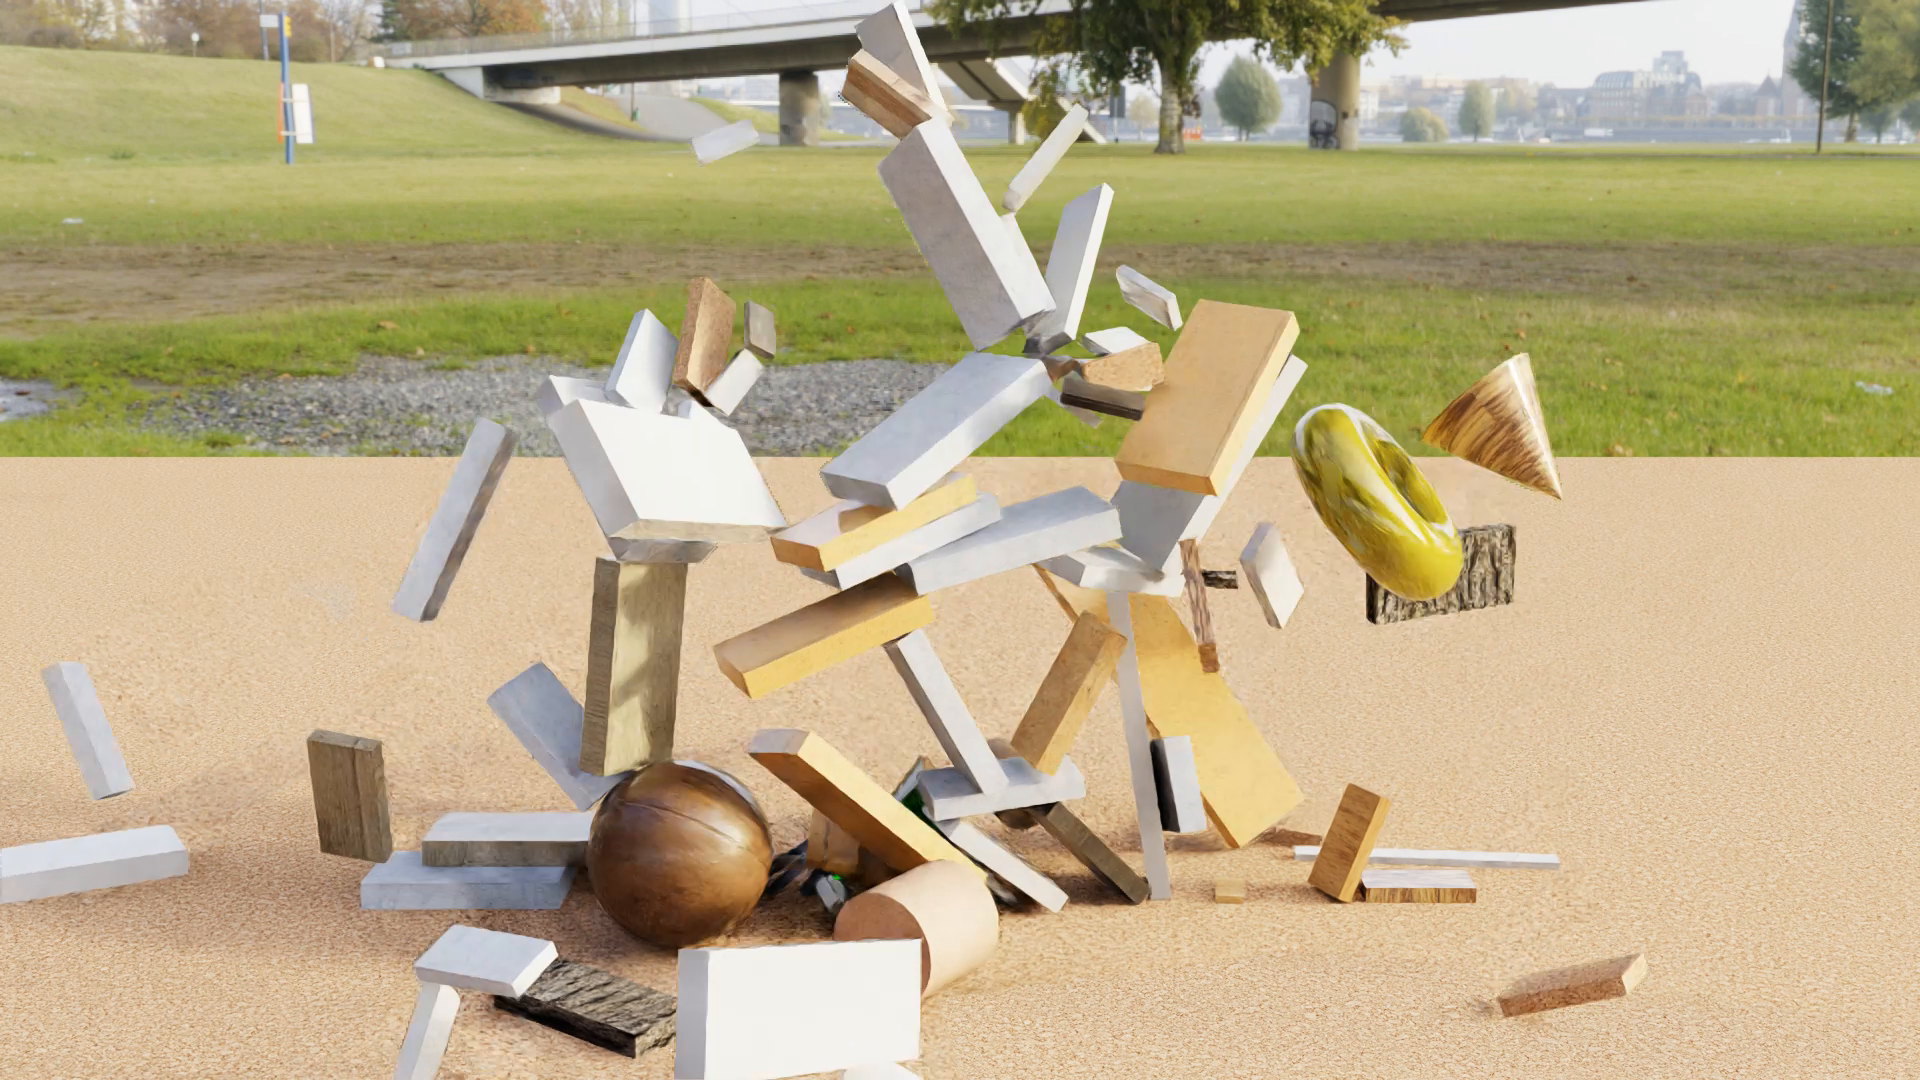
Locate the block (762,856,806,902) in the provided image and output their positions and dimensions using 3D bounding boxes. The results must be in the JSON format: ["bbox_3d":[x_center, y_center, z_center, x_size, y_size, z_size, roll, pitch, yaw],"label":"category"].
[{"bbox_3d":[-0.270,0.545,3.639,0.129,0.018,0.064,-41,-3,19],"label":"block"}]

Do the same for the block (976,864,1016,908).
[{"bbox_3d":[0.035,0.557,3.584,0.062,0.018,0.124,9,-27,42],"label":"block"}]

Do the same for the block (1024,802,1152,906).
[{"bbox_3d":[0.200,0.498,3.617,0.247,0.035,0.124,45,-10,-25],"label":"block"}]

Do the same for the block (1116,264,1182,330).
[{"bbox_3d":[0.296,-0.381,3.451,0.018,0.063,0.125,-37,46,-16],"label":"block"}]

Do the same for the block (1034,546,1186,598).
[{"bbox_3d":[0.237,0.045,3.540,0.249,0.035,0.125,7,15,-45],"label":"block"}]

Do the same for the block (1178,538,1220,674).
[{"bbox_3d":[0.373,0.103,3.426,0.027,0.190,0.095,-11,-33,6],"label":"block"}]

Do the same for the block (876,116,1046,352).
[{"bbox_3d":[-0.001,-0.487,3.525,0.049,0.346,0.173,-28,-1,-27],"label":"block"}]

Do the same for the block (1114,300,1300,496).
[{"bbox_3d":[0.388,-0.227,3.442,0.167,0.047,0.334,12,60,32],"label":"block"}]

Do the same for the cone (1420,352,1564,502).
[{"bbox_3d":[0.967,-0.158,3.811,0.237,0.237,0.237,-35,-14,-10],"label":"cone"}]

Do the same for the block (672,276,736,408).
[{"bbox_3d":[-0.409,-0.318,3.531,0.026,0.186,0.093,-6,-26,28],"label":"block"}]

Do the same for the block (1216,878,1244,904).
[{"bbox_3d":[0.449,0.584,3.665,0.045,0.013,0.091,1,11,7],"label":"block"}]

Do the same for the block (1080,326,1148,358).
[{"bbox_3d":[0.264,-0.328,3.697,0.067,0.019,0.134,35,28,25],"label":"block"}]

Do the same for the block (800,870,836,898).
[{"bbox_3d":[-0.212,0.535,3.652,0.018,0.129,0.064,43,27,16],"label":"block"}]

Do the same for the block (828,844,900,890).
[{"bbox_3d":[-0.138,0.532,3.588,0.165,0.023,0.082,28,42,-17],"label":"block"}]

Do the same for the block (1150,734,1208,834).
[{"bbox_3d":[0.355,0.410,3.697,0.043,0.153,0.307,-10,-5,-4],"label":"block"}]

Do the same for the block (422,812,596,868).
[{"bbox_3d":[-0.734,0.508,3.735,0.322,0.046,0.161,0,10,0],"label":"block"}]

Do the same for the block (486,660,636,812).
[{"bbox_3d":[-0.623,0.305,3.441,0.033,0.230,0.115,-43,-2,36],"label":"block"}]

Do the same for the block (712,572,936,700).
[{"bbox_3d":[-0.209,0.143,3.364,0.309,0.044,0.154,-23,21,-18],"label":"block"}]

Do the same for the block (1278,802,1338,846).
[{"bbox_3d":[0.654,0.518,3.985,0.091,0.026,0.182,6,12,30],"label":"block"}]

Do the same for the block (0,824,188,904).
[{"bbox_3d":[-1.500,0.552,3.748,0.322,0.046,0.161,-6,12,-29],"label":"block"}]

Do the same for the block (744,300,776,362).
[{"bbox_3d":[-0.321,-0.336,3.525,0.050,0.101,0.014,27,-50,-33],"label":"block"}]

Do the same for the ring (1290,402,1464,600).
[{"bbox_3d":[0.726,-0.068,3.831,0.132,0.396,0.396,-39,-4,21],"label":"ring"}]

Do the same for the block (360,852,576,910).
[{"bbox_3d":[-0.816,0.567,3.668,0.322,0.046,0.161,0,11,0],"label":"block"}]

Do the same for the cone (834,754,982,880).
[{"bbox_3d":[-0.120,0.524,3.729,0.242,0.242,0.242,-26,10,4],"label":"cone"}]

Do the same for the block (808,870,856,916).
[{"bbox_3d":[-0.188,0.580,3.527,0.082,0.023,0.165,39,-1,-18],"label":"block"}]

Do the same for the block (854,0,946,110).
[{"bbox_3d":[-0.097,-0.771,3.593,0.095,0.190,0.027,-20,3,43],"label":"block"}]

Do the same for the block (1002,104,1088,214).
[{"bbox_3d":[0.138,-0.616,3.558,0.026,0.182,0.091,38,-12,2],"label":"block"}]

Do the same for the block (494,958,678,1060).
[{"bbox_3d":[-0.520,0.668,3.149,0.299,0.037,0.129,8,13,38],"label":"block"}]

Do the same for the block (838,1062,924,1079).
[{"bbox_3d":[-0.099,0.718,2.718,0.129,0.037,0.258,29,12,0],"label":"block"}]

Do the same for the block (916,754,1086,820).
[{"bbox_3d":[0.065,0.394,3.546,0.247,0.035,0.124,-8,17,-12],"label":"block"}]

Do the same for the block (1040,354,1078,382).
[{"bbox_3d":[0.122,-0.262,3.549,0.130,0.018,0.065,-33,27,-30],"label":"block"}]

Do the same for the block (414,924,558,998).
[{"bbox_3d":[-0.567,0.502,2.627,0.158,0.022,0.079,2,31,31],"label":"block"}]

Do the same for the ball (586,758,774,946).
[{"bbox_3d":[-0.437,0.487,3.429,0.290,0.290,0.290,0,11,0],"label":"ball"}]

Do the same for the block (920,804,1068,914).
[{"bbox_3d":[0.056,0.510,3.571,0.248,0.035,0.124,38,-2,-26],"label":"block"}]

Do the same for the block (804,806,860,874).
[{"bbox_3d":[-0.202,0.463,3.565,0.082,0.023,0.165,6,45,-2],"label":"block"}]

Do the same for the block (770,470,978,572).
[{"bbox_3d":[-0.132,-0.035,3.386,0.291,0.041,0.145,-26,20,-29],"label":"block"}]

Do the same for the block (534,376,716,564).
[{"bbox_3d":[-0.523,-0.110,3.428,0.167,0.047,0.334,3,49,-49],"label":"block"}]

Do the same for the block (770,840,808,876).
[{"bbox_3d":[-0.304,0.543,3.677,0.129,0.018,0.064,-34,-3,23],"label":"block"}]
